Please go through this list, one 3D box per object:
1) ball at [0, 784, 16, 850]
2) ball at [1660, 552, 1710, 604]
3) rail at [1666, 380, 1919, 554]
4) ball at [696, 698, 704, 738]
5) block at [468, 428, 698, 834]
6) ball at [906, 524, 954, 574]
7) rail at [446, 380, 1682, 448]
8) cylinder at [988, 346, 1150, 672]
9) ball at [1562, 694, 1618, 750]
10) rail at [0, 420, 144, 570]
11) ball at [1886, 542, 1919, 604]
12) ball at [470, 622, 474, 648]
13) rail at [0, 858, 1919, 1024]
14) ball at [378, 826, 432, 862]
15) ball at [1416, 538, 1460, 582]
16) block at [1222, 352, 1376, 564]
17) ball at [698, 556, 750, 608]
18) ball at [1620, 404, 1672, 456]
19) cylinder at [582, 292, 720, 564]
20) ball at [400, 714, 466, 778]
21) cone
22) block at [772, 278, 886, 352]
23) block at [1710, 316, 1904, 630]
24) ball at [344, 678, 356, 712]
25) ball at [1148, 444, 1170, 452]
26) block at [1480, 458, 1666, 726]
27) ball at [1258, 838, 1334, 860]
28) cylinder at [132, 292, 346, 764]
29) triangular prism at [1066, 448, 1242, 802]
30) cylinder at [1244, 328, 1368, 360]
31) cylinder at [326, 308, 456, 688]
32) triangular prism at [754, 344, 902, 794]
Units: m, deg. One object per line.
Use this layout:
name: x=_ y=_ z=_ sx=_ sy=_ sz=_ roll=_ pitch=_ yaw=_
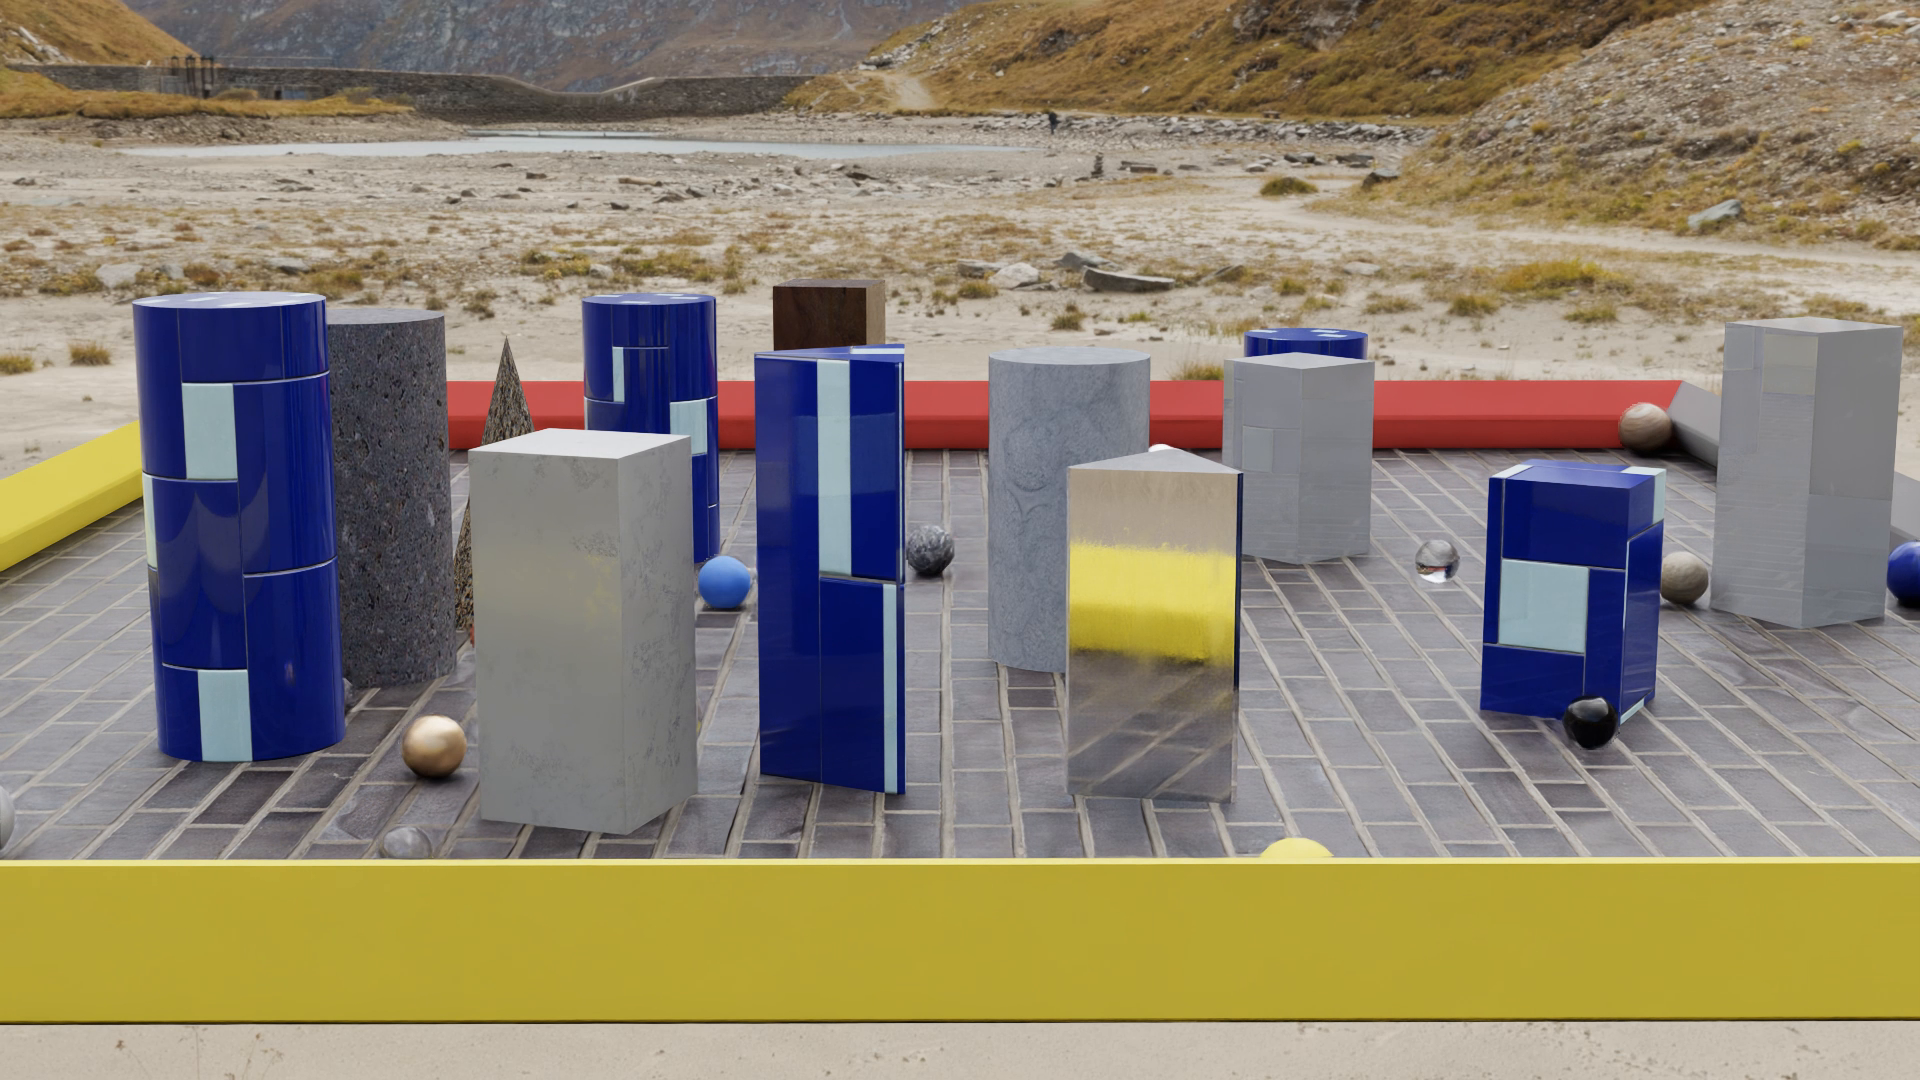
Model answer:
ball: x=-0.916 y=0.257 z=2.367 sx=0.084 sy=0.084 sz=0.084 roll=0 pitch=10 yaw=0
ball: x=0.987 y=0.052 z=3.507 sx=0.072 sy=0.072 sz=0.072 roll=0 pitch=10 yaw=0
rail: x=1.375 y=0.032 z=3.457 sx=0.045 sy=0.129 sz=3.019 roll=0 pitch=10 yaw=0
ball: x=-0.316 y=0.191 z=2.720 sx=0.087 sy=0.087 sz=0.087 roll=0 pitch=10 yaw=0
block: x=-0.368 y=0.085 z=2.526 sx=0.159 sy=0.365 sz=0.159 roll=4 pitch=11 yaw=19
ball: x=-0.044 y=0.014 z=3.718 sx=0.072 sy=0.072 sz=0.072 roll=0 pitch=10 yaw=0
rail: x=-0.009 y=-0.237 z=4.910 sx=2.797 sy=0.129 sz=0.045 roll=0 pitch=10 yaw=0
cylinder: x=0.134 y=-0.042 z=3.181 sx=0.199 sy=0.376 sz=0.199 roll=0 pitch=10 yaw=0
ball: x=0.680 y=0.196 z=2.766 sx=0.059 sy=0.059 sz=0.059 roll=0 pitch=10 yaw=0
rail: x=-1.375 y=0.035 z=3.441 sx=0.045 sy=0.129 sz=3.019 roll=0 pitch=10 yaw=0
ball: x=1.308 y=0.045 z=3.508 sx=0.086 sy=0.086 sz=0.086 roll=0 pitch=10 yaw=0
ball: x=-0.584 y=0.118 z=3.199 sx=0.054 sy=0.054 sz=0.054 roll=0 pitch=10 yaw=0
rail: x=0.009 y=0.303 z=1.988 sx=2.797 sy=0.129 sz=0.045 roll=0 pitch=10 yaw=0
ball: x=-0.503 y=0.283 z=2.324 sx=0.049 sy=0.049 sz=0.049 roll=0 pitch=10 yaw=0
ball: x=0.680 y=0.030 z=3.655 sx=0.063 sy=0.063 sz=0.063 roll=0 pitch=10 yaw=0
block: x=0.509 y=-0.127 z=3.875 sx=0.159 sy=0.290 sz=0.159 roll=-9 pitch=13 yaw=-39
ball: x=-0.320 y=0.058 z=3.480 sx=0.072 sy=0.072 sz=0.072 roll=0 pitch=10 yaw=0
ball: x=1.298 y=-0.209 z=4.853 sx=0.096 sy=0.096 sz=0.096 roll=0 pitch=10 yaw=0
cylinder: x=-0.461 y=-0.168 z=3.837 sx=0.199 sy=0.386 sz=0.199 roll=0 pitch=10 yaw=0
ball: x=-0.544 y=0.213 z=2.653 sx=0.067 sy=0.067 sz=0.067 roll=0 pitch=10 yaw=0
cone: x=-0.596 y=-0.084 z=3.402 sx=0.199 sy=0.378 sz=0.199 roll=0 pitch=10 yaw=0
block: x=-0.220 y=-0.255 z=4.365 sx=0.159 sy=0.364 sz=0.159 roll=2 pitch=11 yaw=10
block: x=1.129 y=-0.094 z=3.429 sx=0.159 sy=0.389 sz=0.159 roll=-6 pitch=12 yaw=-29
ball: x=-0.709 y=0.177 z=2.912 sx=0.044 sy=0.044 sz=0.044 roll=0 pitch=10 yaw=0
ball: x=0.352 y=-0.132 z=4.506 sx=0.072 sy=0.072 sz=0.072 roll=0 pitch=10 yaw=0
block: x=0.704 y=0.056 z=2.945 sx=0.159 sy=0.269 sz=0.159 roll=6 pitch=12 yaw=29
ball: x=0.289 y=0.293 z=2.202 sx=0.075 sy=0.075 sz=0.075 roll=0 pitch=10 yaw=0
cylinder: x=-0.775 y=-0.019 z=2.767 sx=0.199 sy=0.481 sz=0.199 roll=0 pitch=10 yaw=0
triangular prism: x=0.206 y=0.082 z=2.625 sx=0.172 sy=0.334 sz=0.149 roll=2 pitch=11 yaw=12
cylinder: x=0.556 y=-0.183 z=4.153 sx=0.199 sy=0.301 sz=0.199 roll=0 pitch=10 yaw=0
cylinder: x=-0.716 y=-0.055 z=3.097 sx=0.199 sy=0.432 sz=0.199 roll=0 pitch=10 yaw=0
triangular prism: x=-0.098 y=0.022 z=2.661 sx=0.172 sy=0.439 sz=0.149 roll=6 pitch=12 yaw=28
